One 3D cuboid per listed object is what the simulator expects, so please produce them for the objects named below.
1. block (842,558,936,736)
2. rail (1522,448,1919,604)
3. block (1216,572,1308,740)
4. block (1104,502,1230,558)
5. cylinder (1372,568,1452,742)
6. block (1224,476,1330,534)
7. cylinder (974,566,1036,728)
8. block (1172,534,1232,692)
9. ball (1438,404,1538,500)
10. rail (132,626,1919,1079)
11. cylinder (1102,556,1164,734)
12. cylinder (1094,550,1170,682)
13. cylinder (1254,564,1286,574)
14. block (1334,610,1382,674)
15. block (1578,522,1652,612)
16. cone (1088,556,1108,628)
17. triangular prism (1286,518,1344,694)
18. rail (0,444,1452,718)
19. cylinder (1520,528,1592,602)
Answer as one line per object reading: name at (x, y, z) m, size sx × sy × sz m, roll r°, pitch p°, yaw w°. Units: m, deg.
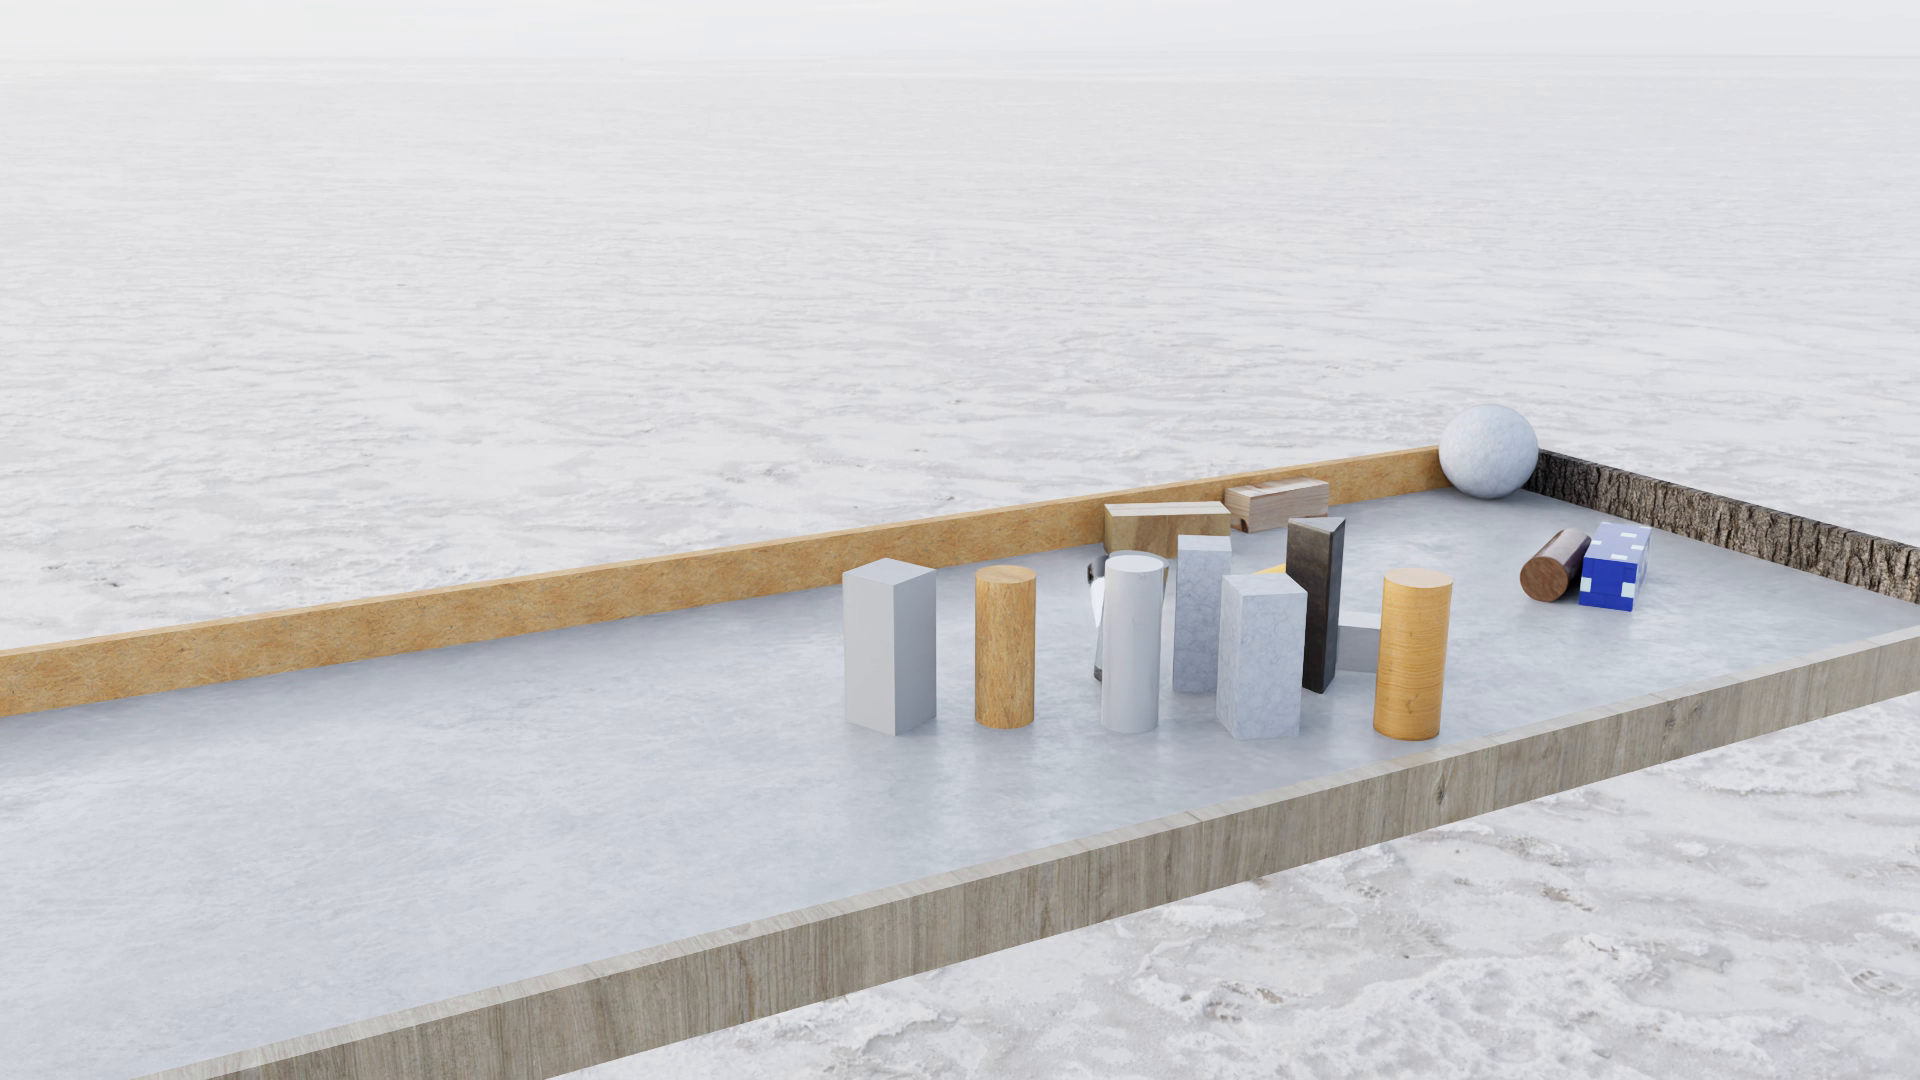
block at (-0.163, 0.248, 3.862) m, size 0.153 × 0.367 × 0.153 m, roll 12°, pitch 20°, yaw 36°
rail at (2.466, -0.048, 5.253) m, size 0.050 × 0.150 × 2.100 m, roll -9°, pitch 18°, yaw -27°
block at (0.697, 0.267, 3.828) m, size 0.152 × 0.348 × 0.152 m, roll -2°, pitch 17°, yaw -8°
block at (0.651, -0.030, 5.205) m, size 0.374 × 0.143 × 0.143 m, roll -2°, pitch 16°, yaw -5°
cylinder at (1.043, 0.263, 3.804) m, size 0.151 × 0.370 × 0.151 m, roll 0°, pitch 16°, yaw 0°
block at (1.065, -0.121, 5.545) m, size 0.351 × 0.125 × 0.125 m, roll -10°, pitch 19°, yaw -30°
cylinder at (0.106, 0.250, 3.870) m, size 0.141 × 0.357 × 0.141 m, roll 0°, pitch 16°, yaw 0°
block at (0.598, 0.182, 4.086) m, size 0.127 × 0.366 × 0.127 m, roll 2°, pitch 16°, yaw 7°
ball at (1.865, -0.313, 5.823) m, size 0.337 × 0.337 × 0.337 m, roll 0°, pitch 16°, yaw 0°
rail at (-2.336, 1.006, 1.665) m, size 12.000 × 0.150 × 0.050 m, roll -9°, pitch 18°, yaw -27°
cylinder at (0.400, 0.242, 3.835) m, size 0.134 × 0.393 × 0.134 m, roll 0°, pitch 16°, yaw 0°
cylinder at (0.425, 0.197, 4.106) m, size 0.150 × 0.313 × 0.150 m, roll 5°, pitch 17°, yaw -2°
cylinder at (0.798, 0.166, 4.552) m, size 0.377 × 0.135 × 0.135 m, roll -14°, pitch 21°, yaw -39°
block at (1.012, 0.260, 4.256) m, size 0.449 × 0.120 × 0.120 m, roll 5°, pitch 17°, yaw 16°
block at (1.929, 0.074, 4.849) m, size 0.143 × 0.143 × 0.411 m, roll 8°, pitch 18°, yaw 26°
cone at (0.404, 0.172, 4.656) m, size 0.130 × 0.130 × 0.302 m, roll 3°, pitch 29°, yaw 11°
triangular prism at (0.899, 0.154, 4.093) m, size 0.122 × 0.416 × 0.141 m, roll -11°, pitch 20°, yaw -34°
rail at (-3.305, 0.497, 3.399) m, size 12.000 × 0.150 × 0.050 m, roll -9°, pitch 18°, yaw -27°
cylinder at (1.768, 0.072, 4.874) m, size 0.134 × 0.134 × 0.350 m, roll 10°, pitch 19°, yaw 31°
